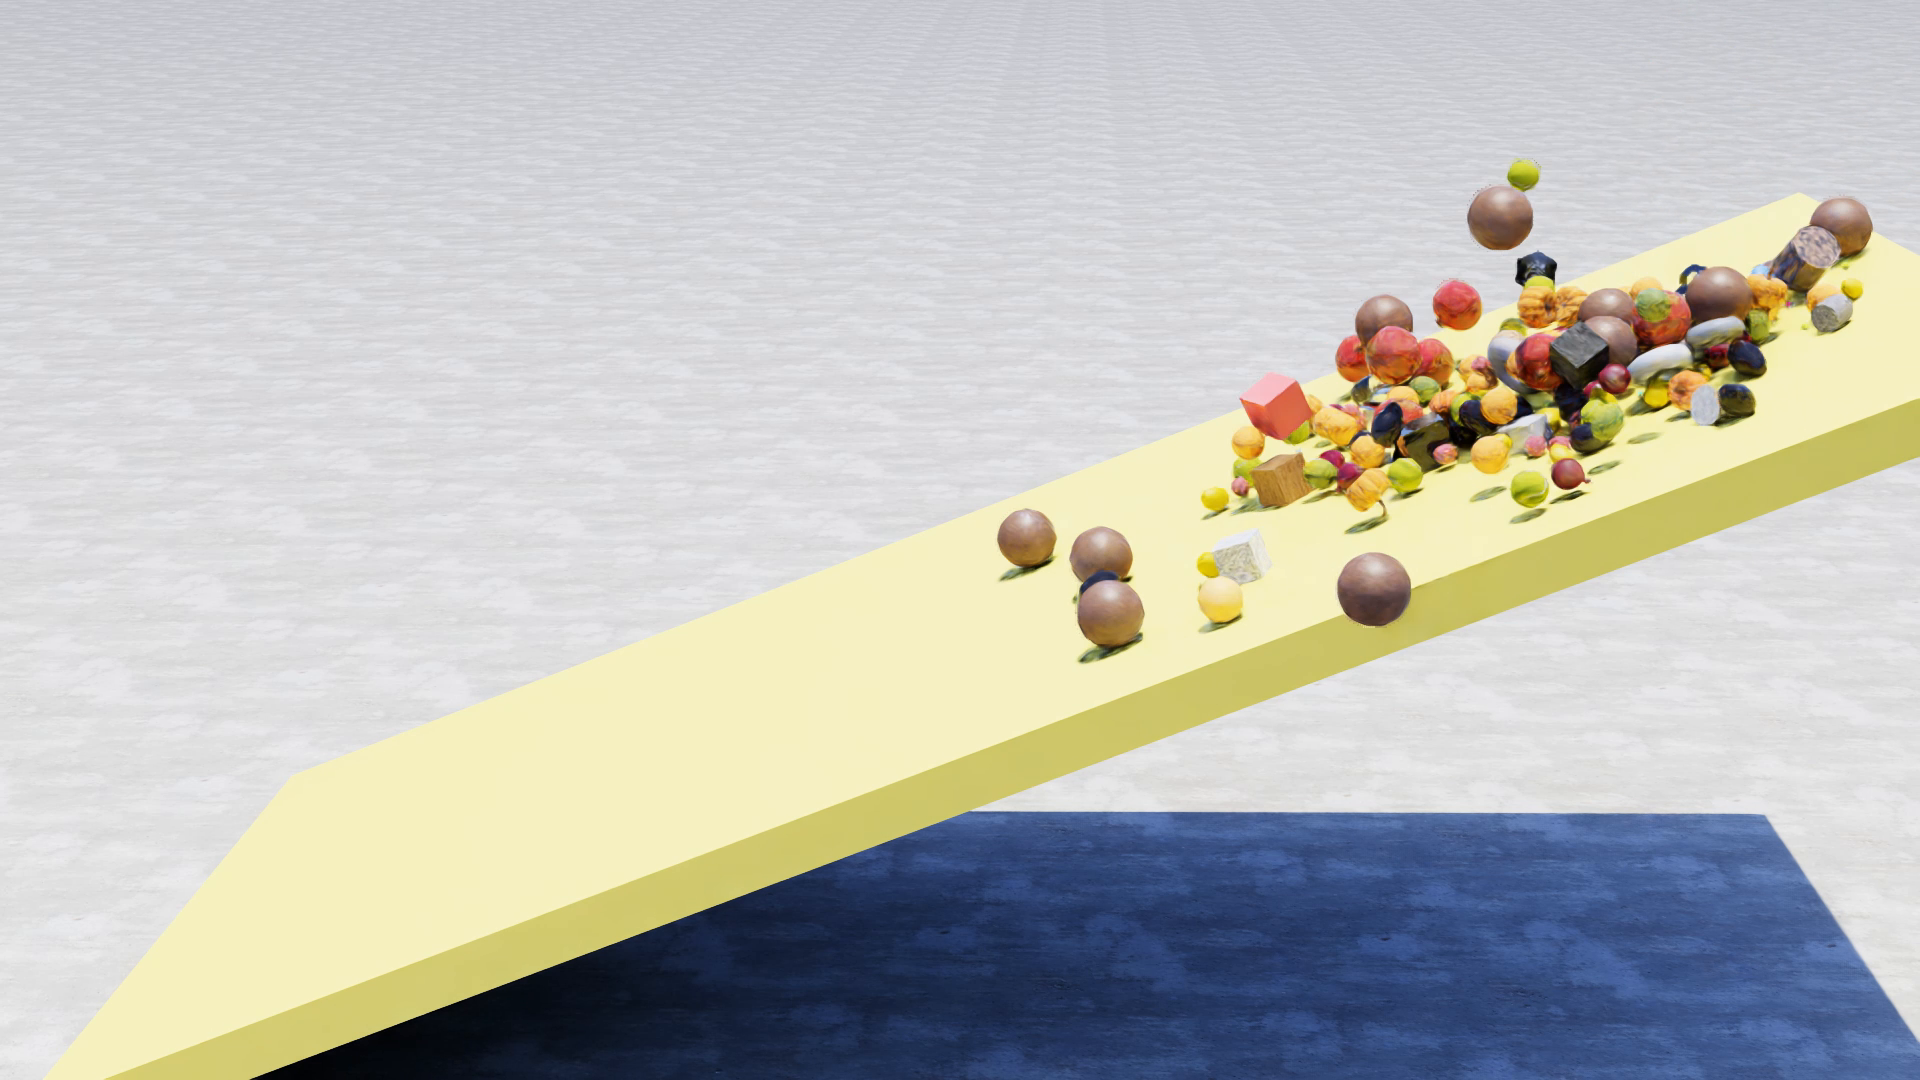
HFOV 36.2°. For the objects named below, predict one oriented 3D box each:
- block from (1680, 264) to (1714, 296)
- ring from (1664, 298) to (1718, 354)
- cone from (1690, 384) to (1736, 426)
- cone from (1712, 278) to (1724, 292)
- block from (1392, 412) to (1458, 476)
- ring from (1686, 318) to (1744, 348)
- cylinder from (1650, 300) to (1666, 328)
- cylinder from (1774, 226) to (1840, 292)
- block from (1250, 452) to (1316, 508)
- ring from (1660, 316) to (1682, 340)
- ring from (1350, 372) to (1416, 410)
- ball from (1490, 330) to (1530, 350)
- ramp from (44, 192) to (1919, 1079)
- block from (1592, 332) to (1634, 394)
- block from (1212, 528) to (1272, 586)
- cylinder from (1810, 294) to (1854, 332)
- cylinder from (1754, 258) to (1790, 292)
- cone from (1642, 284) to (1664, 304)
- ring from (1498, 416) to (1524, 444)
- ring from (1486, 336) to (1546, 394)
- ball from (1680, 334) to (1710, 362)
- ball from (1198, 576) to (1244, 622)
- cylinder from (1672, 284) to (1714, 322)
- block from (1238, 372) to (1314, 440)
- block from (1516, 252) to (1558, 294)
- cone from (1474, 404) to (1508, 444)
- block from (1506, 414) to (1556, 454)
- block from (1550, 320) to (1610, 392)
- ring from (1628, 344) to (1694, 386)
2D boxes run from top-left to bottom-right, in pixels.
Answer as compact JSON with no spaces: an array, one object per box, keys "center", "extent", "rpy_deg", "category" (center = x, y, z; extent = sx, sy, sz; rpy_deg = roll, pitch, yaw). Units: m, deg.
[{"center":[1.599,-0.560,6.383],"extent":[0.052,0.052,0.052],"rpy_deg":[19,42,39],"category":"block"},{"center":[1.471,-0.429,5.915],"extent":[0.140,0.047,0.140],"rpy_deg":[39,17,-15],"category":"ring"},{"center":[1.412,-0.248,5.460],"extent":[0.078,0.078,0.078],"rpy_deg":[1,12,-29],"category":"cone"},{"center":[1.629,-0.574,6.423],"extent":[0.059,0.059,0.059],"rpy_deg":[-22,12,5],"category":"cone"},{"center":[0.941,-0.193,5.945],"extent":[0.090,0.090,0.090],"rpy_deg":[-23,12,0],"category":"block"},{"center":[1.457,-0.400,5.675],"extent":[0.114,0.038,0.114],"rpy_deg":[-12,-9,-2],"category":"ring"},{"center":[1.486,-0.468,6.180],"extent":[0.055,0.055,0.055],"rpy_deg":[26,24,24],"category":"cylinder"},{"center":[1.732,-0.575,6.017],"extent":[0.100,0.100,0.100],"rpy_deg":[-3,-24,-12],"category":"cylinder"},{"center":[0.674,-0.125,6.146],"extent":[0.084,0.084,0.084],"rpy_deg":[-29,14,-28],"category":"block"},{"center":[1.480,-0.432,6.032],"extent":[0.094,0.031,0.094],"rpy_deg":[24,-5,2],"category":"ring"},{"center":[0.939,-0.332,6.531],"extent":[0.145,0.048,0.145],"rpy_deg":[-7,-19,-2],"category":"ring"},{"center":[1.203,-0.417,6.445],"extent":[0.088,0.088,0.088],"rpy_deg":[0,14,0],"category":"ball"},{"center":[0.125,0.173,6.290],"extent":[4.000,0.100,2.000],"rpy_deg":[-21,12,7],"category":"ramp"},{"center":[1.321,-0.360,5.980],"extent":[0.084,0.084,0.084],"rpy_deg":[-21,10,16],"category":"block"},{"center":[0.546,0.035,5.693],"extent":[0.080,0.080,0.080],"rpy_deg":[-17,13,25],"category":"block"},{"center":[1.698,-0.442,5.725],"extent":[0.059,0.059,0.059],"rpy_deg":[-31,31,-36],"category":"cylinder"},{"center":[1.709,-0.552,6.149],"extent":[0.073,0.073,0.073],"rpy_deg":[-21,13,6],"category":"cylinder"},{"center":[1.537,-0.530,6.480],"extent":[0.050,0.050,0.050],"rpy_deg":[-3,40,-13],"category":"cone"},{"center":[1.121,-0.221,5.876],"extent":[0.097,0.032,0.097],"rpy_deg":[-22,11,4],"category":"ring"},{"center":[1.166,-0.365,6.164],"extent":[0.049,0.146,0.146],"rpy_deg":[-44,30,-15],"category":"ring"},{"center":[1.454,-0.382,5.828],"extent":[0.060,0.060,0.060],"rpy_deg":[0,14,0],"category":"ball"},{"center":[0.485,0.111,5.462],"extent":[0.086,0.086,0.086],"rpy_deg":[0,14,0],"category":"ball"},{"center":[1.498,-0.479,6.018],"extent":[0.070,0.070,0.070],"rpy_deg":[8,-11,30],"category":"cylinder"},{"center":[0.666,-0.282,6.201],"extent":[0.094,0.094,0.094],"rpy_deg":[-39,30,-16],"category":"block"},{"center":[1.263,-0.587,6.448],"extent":[0.060,0.060,0.060],"rpy_deg":[-22,41,-27],"category":"block"},{"center":[1.068,-0.222,5.968],"extent":[0.080,0.080,0.080],"rpy_deg":[41,7,-6],"category":"cone"},{"center":[1.118,-0.207,5.760],"extent":[0.057,0.057,0.057],"rpy_deg":[-30,14,-30],"category":"block"},{"center":[1.200,-0.357,5.698],"extent":[0.080,0.080,0.080],"rpy_deg":[-37,58,-10],"category":"block"},{"center":[1.358,-0.338,5.703],"extent":[0.134,0.045,0.134],"rpy_deg":[-15,-17,-5],"category":"ring"}]
